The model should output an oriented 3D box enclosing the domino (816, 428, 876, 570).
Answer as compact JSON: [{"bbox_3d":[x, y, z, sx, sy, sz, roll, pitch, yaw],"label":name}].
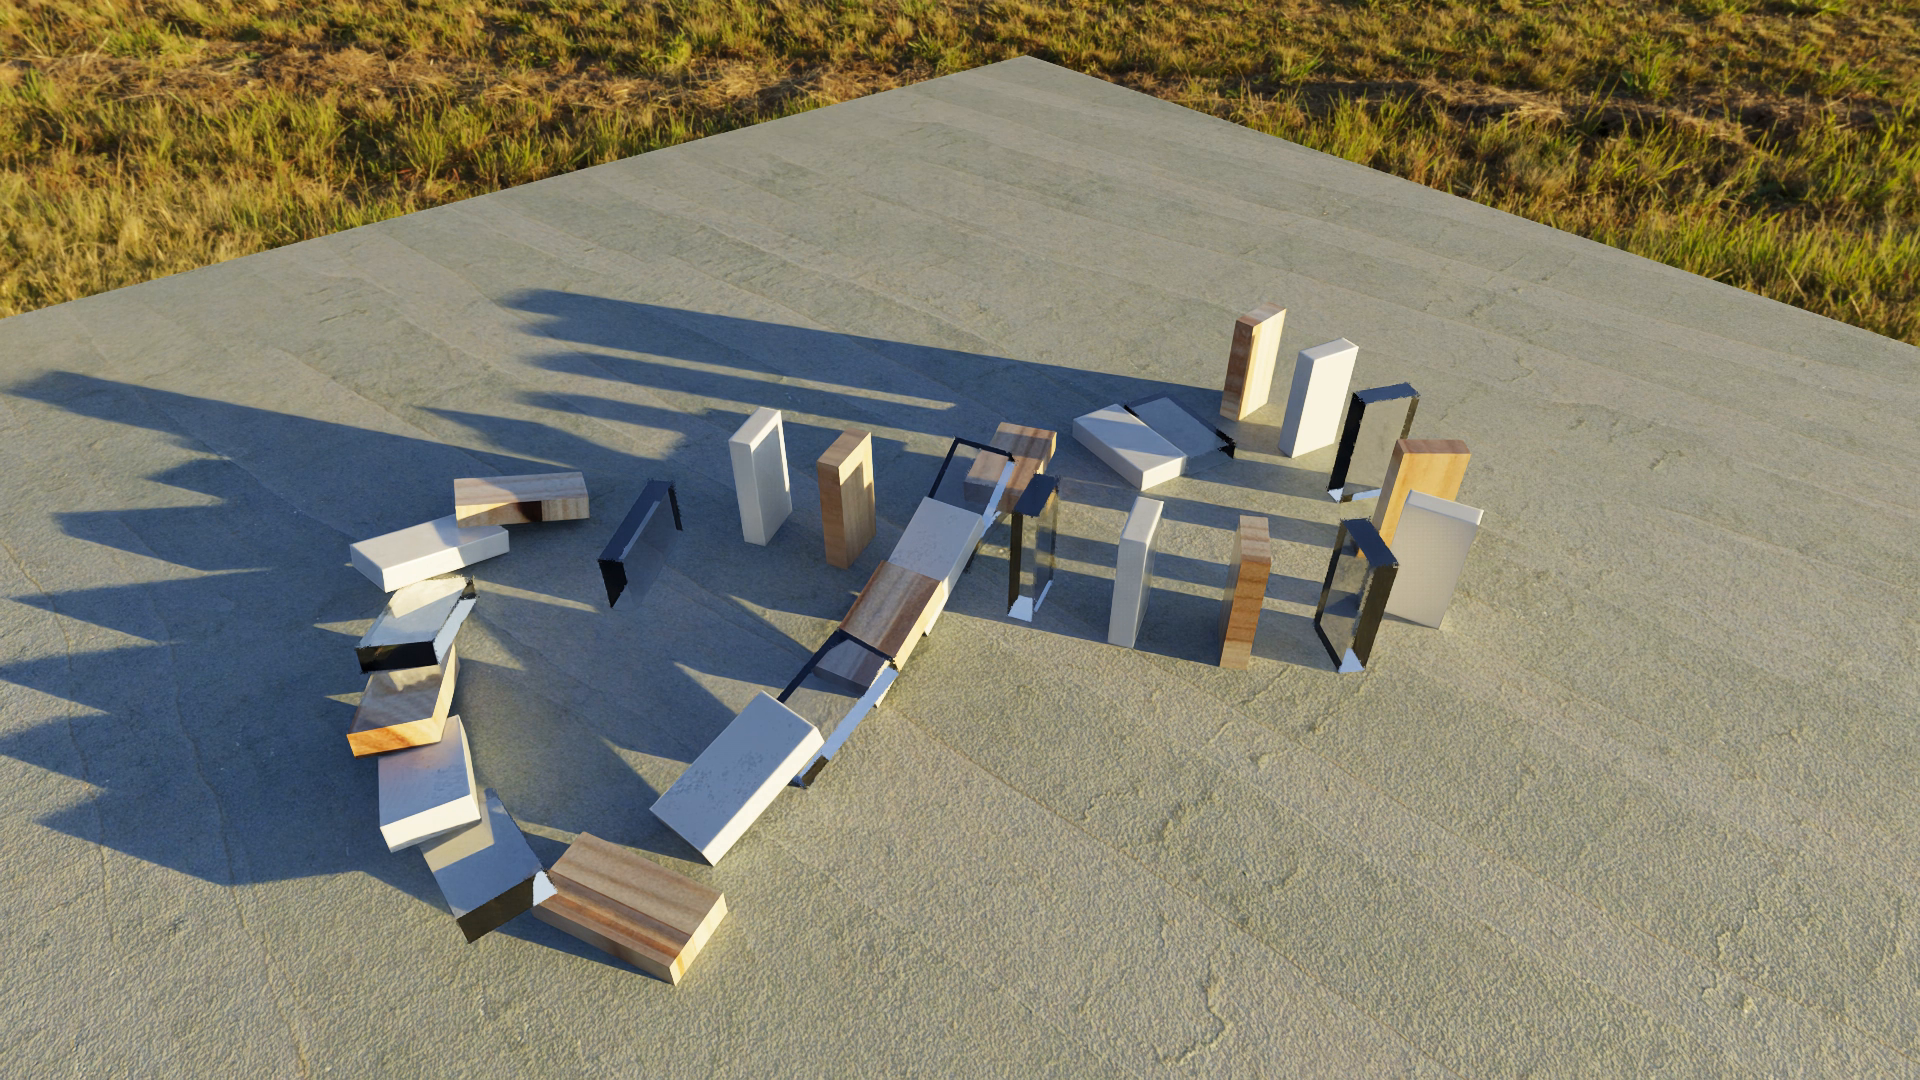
[{"bbox_3d":[-0.044,-0.016,0.431,0.009,0.050,0.025,16,42,18],"label":"domino"}]

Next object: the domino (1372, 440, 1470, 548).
[{"bbox_3d":[0.179,-0.016,0.431,0.025,0.050,0.010,0,39,1],"label":"domino"}]

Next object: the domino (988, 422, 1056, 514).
[{"bbox_3d":[0.022,-0.031,0.466,0.025,0.010,0.050,12,41,14],"label":"domino"}]

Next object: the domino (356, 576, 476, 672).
[{"bbox_3d":[-0.195,0.030,0.397,0.025,0.010,0.050,-5,25,-6],"label":"domino"}]

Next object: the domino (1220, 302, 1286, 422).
[{"bbox_3d":[0.136,-0.083,0.512,0.025,0.050,0.009,-31,48,-32],"label":"domino"}]

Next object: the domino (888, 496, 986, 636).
[{"bbox_3d":[-0.013,0.009,0.418,0.025,0.010,0.050,19,65,21],"label":"domino"}]

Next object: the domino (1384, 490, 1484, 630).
[{"bbox_3d":[0.170,0.008,0.402,0.025,0.050,0.010,20,43,23],"label":"domino"}]

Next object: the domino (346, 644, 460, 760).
[{"bbox_3d":[-0.185,0.053,0.369,0.025,0.009,0.050,-11,26,-13],"label":"domino"}]

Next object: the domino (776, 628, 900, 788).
[{"bbox_3d":[-0.046,0.055,0.366,0.025,0.009,0.050,25,61,27],"label":"domino"}]

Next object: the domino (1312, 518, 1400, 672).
[{"bbox_3d":[0.138,0.020,0.387,0.010,0.050,0.025,-5,40,-6],"label":"domino"}]

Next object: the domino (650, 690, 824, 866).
[{"bbox_3d":[-0.069,0.073,0.344,0.025,0.010,0.050,28,62,30],"label":"domino"}]

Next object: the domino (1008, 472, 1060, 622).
[{"bbox_3d":[0.027,0.003,0.408,0.009,0.050,0.025,15,42,17],"label":"domino"}]

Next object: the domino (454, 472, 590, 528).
[{"bbox_3d":[-0.181,-0.017,0.455,0.050,0.010,0.025,-5,31,-24],"label":"domino"}]

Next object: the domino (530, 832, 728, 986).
[{"bbox_3d":[-0.095,0.105,0.316,0.050,0.010,0.025,16,42,19],"label":"domino"}]

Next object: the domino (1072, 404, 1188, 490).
[{"bbox_3d":[0.076,-0.043,0.495,0.025,0.010,0.050,-22,44,-24],"label":"domino"}]

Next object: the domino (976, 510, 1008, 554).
[{"bbox_3d":[0.007,-0.015,0.462,0.025,0.009,0.050,19,43,21],"label":"domino"}]

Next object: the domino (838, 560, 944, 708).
[{"bbox_3d":[-0.029,0.033,0.393,0.025,0.009,0.050,19,59,22],"label":"domino"}]

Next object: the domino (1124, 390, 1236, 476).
[{"bbox_3d":[0.100,-0.050,0.504,0.025,0.010,0.050,-19,43,-22],"label":"domino"}]

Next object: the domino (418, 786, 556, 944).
[{"bbox_3d":[-0.140,0.093,0.321,0.025,0.009,0.050,-27,33,-29],"label":"domino"}]

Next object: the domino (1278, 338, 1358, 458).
[{"bbox_3d":[0.158,-0.063,0.488,0.025,0.050,0.010,-19,43,-22],"label":"domino"}]

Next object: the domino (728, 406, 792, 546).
[{"bbox_3d":[-0.080,-0.025,0.442,0.009,0.050,0.025,12,41,15],"label":"domino"}]

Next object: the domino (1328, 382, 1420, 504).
[{"bbox_3d":[0.173,-0.040,0.460,0.025,0.050,0.010,-10,40,-12],"label":"domino"}]

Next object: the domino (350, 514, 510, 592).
[{"bbox_3d":[-0.206,0.003,0.430,0.025,0.009,0.050,26,33,31],"label":"domino"}]

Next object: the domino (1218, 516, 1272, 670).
[{"bbox_3d":[0.100,0.019,0.388,0.009,0.050,0.025,6,40,7],"label":"domino"}]

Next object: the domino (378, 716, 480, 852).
[{"bbox_3d":[-0.166,0.074,0.342,0.025,0.010,0.050,-19,28,-21],"label":"domino"}]

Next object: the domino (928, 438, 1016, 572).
[{"bbox_3d":[0.001,-0.015,0.440,0.025,0.009,0.050,18,72,21],"label":"domino"}]

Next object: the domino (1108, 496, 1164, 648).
[{"bbox_3d":[0.063,0.012,0.397,0.009,0.050,0.025,13,41,16],"label":"domino"}]

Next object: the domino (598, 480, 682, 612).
[{"bbox_3d":[-0.124,0.002,0.429,0.010,0.025,0.050,6,40,8],"label":"domino"}]
